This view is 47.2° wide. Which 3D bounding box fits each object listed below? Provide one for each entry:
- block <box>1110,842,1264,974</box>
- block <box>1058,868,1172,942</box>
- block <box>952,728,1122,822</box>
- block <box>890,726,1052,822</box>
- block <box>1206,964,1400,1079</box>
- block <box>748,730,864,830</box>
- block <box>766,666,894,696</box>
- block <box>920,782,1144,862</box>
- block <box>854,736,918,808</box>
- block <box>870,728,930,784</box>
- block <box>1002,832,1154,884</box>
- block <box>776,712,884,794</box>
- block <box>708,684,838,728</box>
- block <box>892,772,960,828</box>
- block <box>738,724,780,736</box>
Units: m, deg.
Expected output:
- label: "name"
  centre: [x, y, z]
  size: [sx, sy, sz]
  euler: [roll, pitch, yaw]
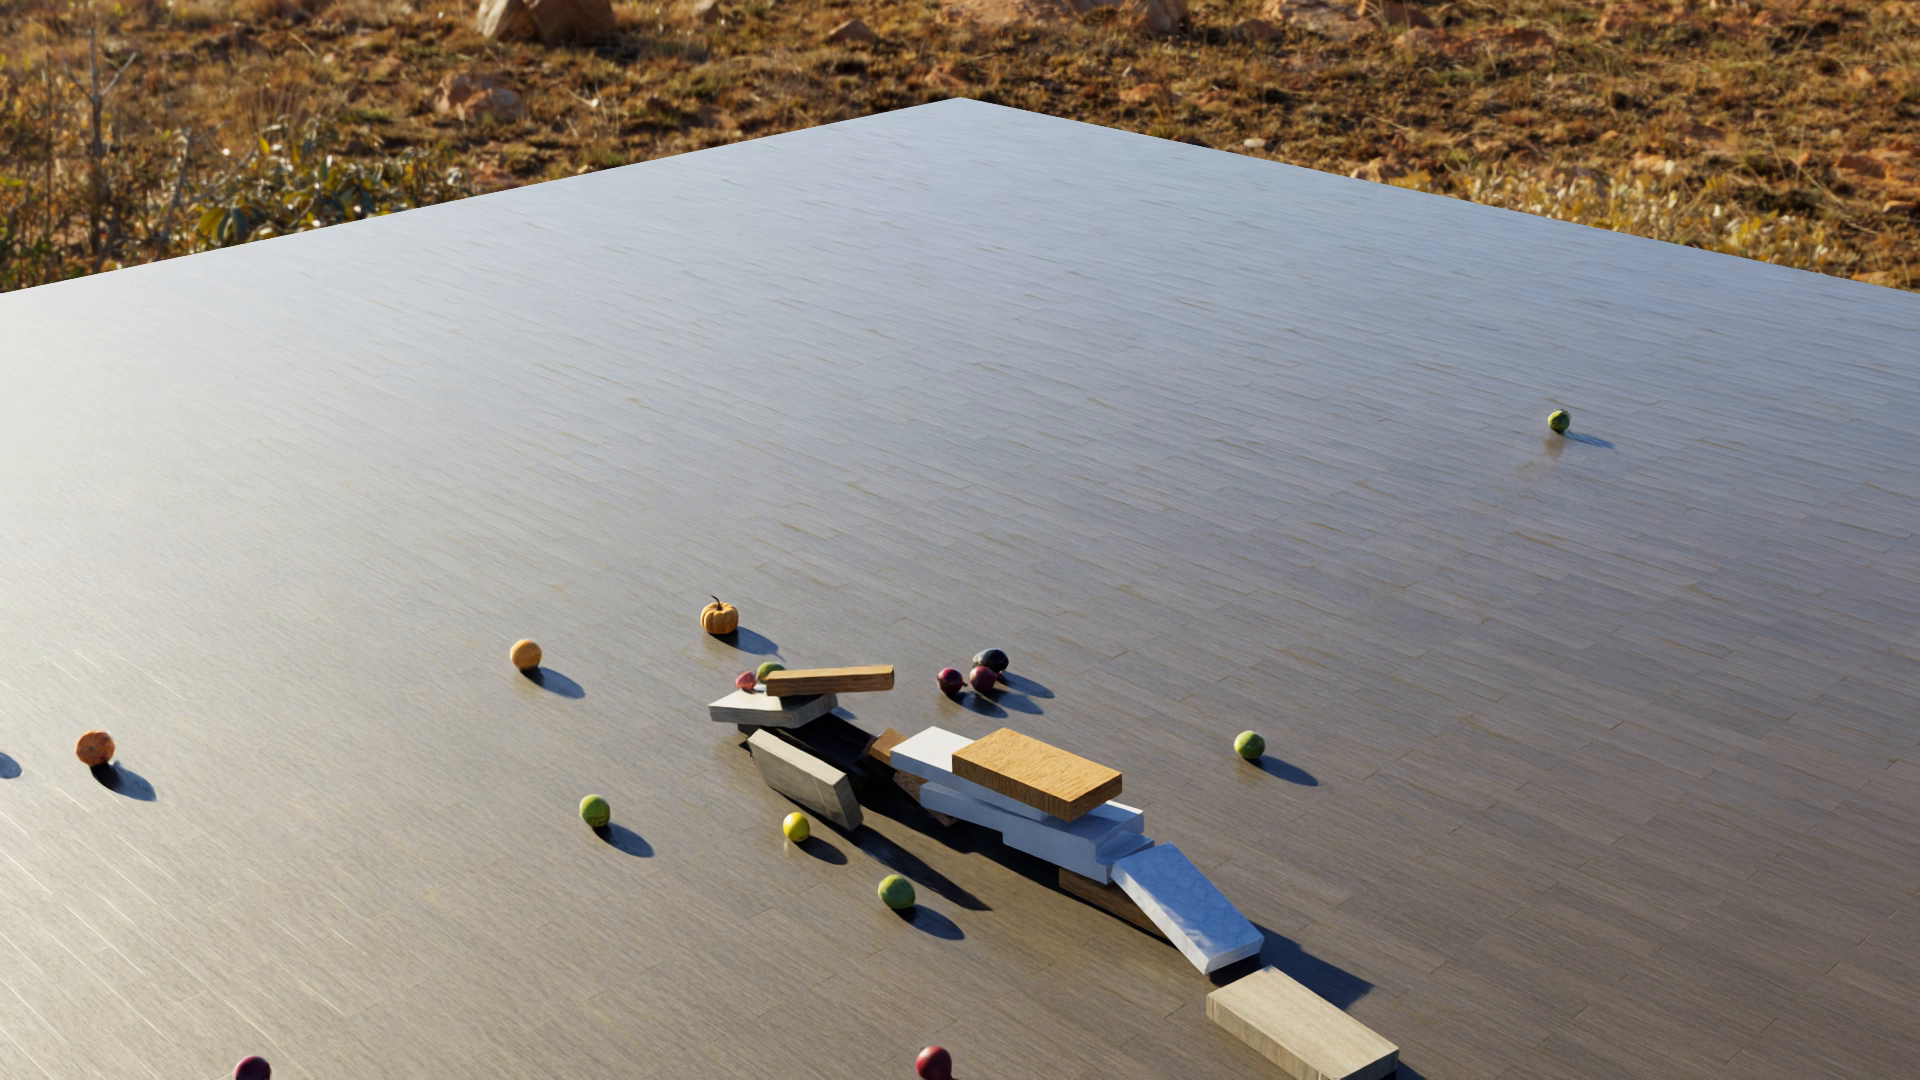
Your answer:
- label: "block"
  centre: [0.415, 0.671, 4.030]
  size: [0.137, 0.039, 0.274]
  euler: [-13, 42, -34]
- label: "block"
  centre: [0.335, 0.661, 4.152]
  size: [0.274, 0.039, 0.137]
  euler: [21, 30, 40]
- label: "block"
  centre: [0.147, 0.451, 4.257]
  size: [0.305, 0.043, 0.153]
  euler: [18, 28, 40]
- label: "block"
  centre: [0.049, 0.460, 4.352]
  size: [0.386, 0.037, 0.132]
  euler: [16, 27, 38]
- label: "block"
  centre: [0.579, 0.835, 3.737]
  size: [0.153, 0.043, 0.305]
  euler: [-16, 28, -33]
- label: "block"
  centre: [-0.313, 0.484, 4.446]
  size: [0.264, 0.132, 0.037]
  euler: [22, 52, 41]
- label: "block"
  centre: [-0.275, 0.300, 4.684]
  size: [0.264, 0.037, 0.132]
  euler: [-3, 3, 0]
- label: "block"
  centre: [0.137, 0.525, 4.304]
  size: [0.441, 0.043, 0.153]
  euler: [12, 25, 39]
- label: "block"
  centre: [-0.133, 0.473, 4.497]
  size: [0.155, 0.022, 0.077]
  euler: [35, 41, 0]
- label: "block"
  centre: [-0.100, 0.446, 4.480]
  size: [0.155, 0.022, 0.077]
  euler: [29, 36, 12]
- label: "block"
  centre: [0.228, 0.582, 4.245]
  size: [0.137, 0.039, 0.274]
  euler: [-21, 25, -40]
- label: "block"
  centre: [-0.246, 0.438, 4.594]
  size: [0.262, 0.037, 0.131]
  euler: [24, 33, 34]
- label: "block"
  centre: [-0.401, 0.356, 4.718]
  size: [0.262, 0.037, 0.131]
  euler: [0, 17, 41]
- label: "block"
  centre: [-0.054, 0.511, 4.455]
  size: [0.155, 0.022, 0.077]
  euler: [39, 40, 24]
- label: "block"
  centre: [-0.343, 0.413, 4.741]
  size: [0.262, 0.037, 0.131]
  euler: [20, 30, 38]
